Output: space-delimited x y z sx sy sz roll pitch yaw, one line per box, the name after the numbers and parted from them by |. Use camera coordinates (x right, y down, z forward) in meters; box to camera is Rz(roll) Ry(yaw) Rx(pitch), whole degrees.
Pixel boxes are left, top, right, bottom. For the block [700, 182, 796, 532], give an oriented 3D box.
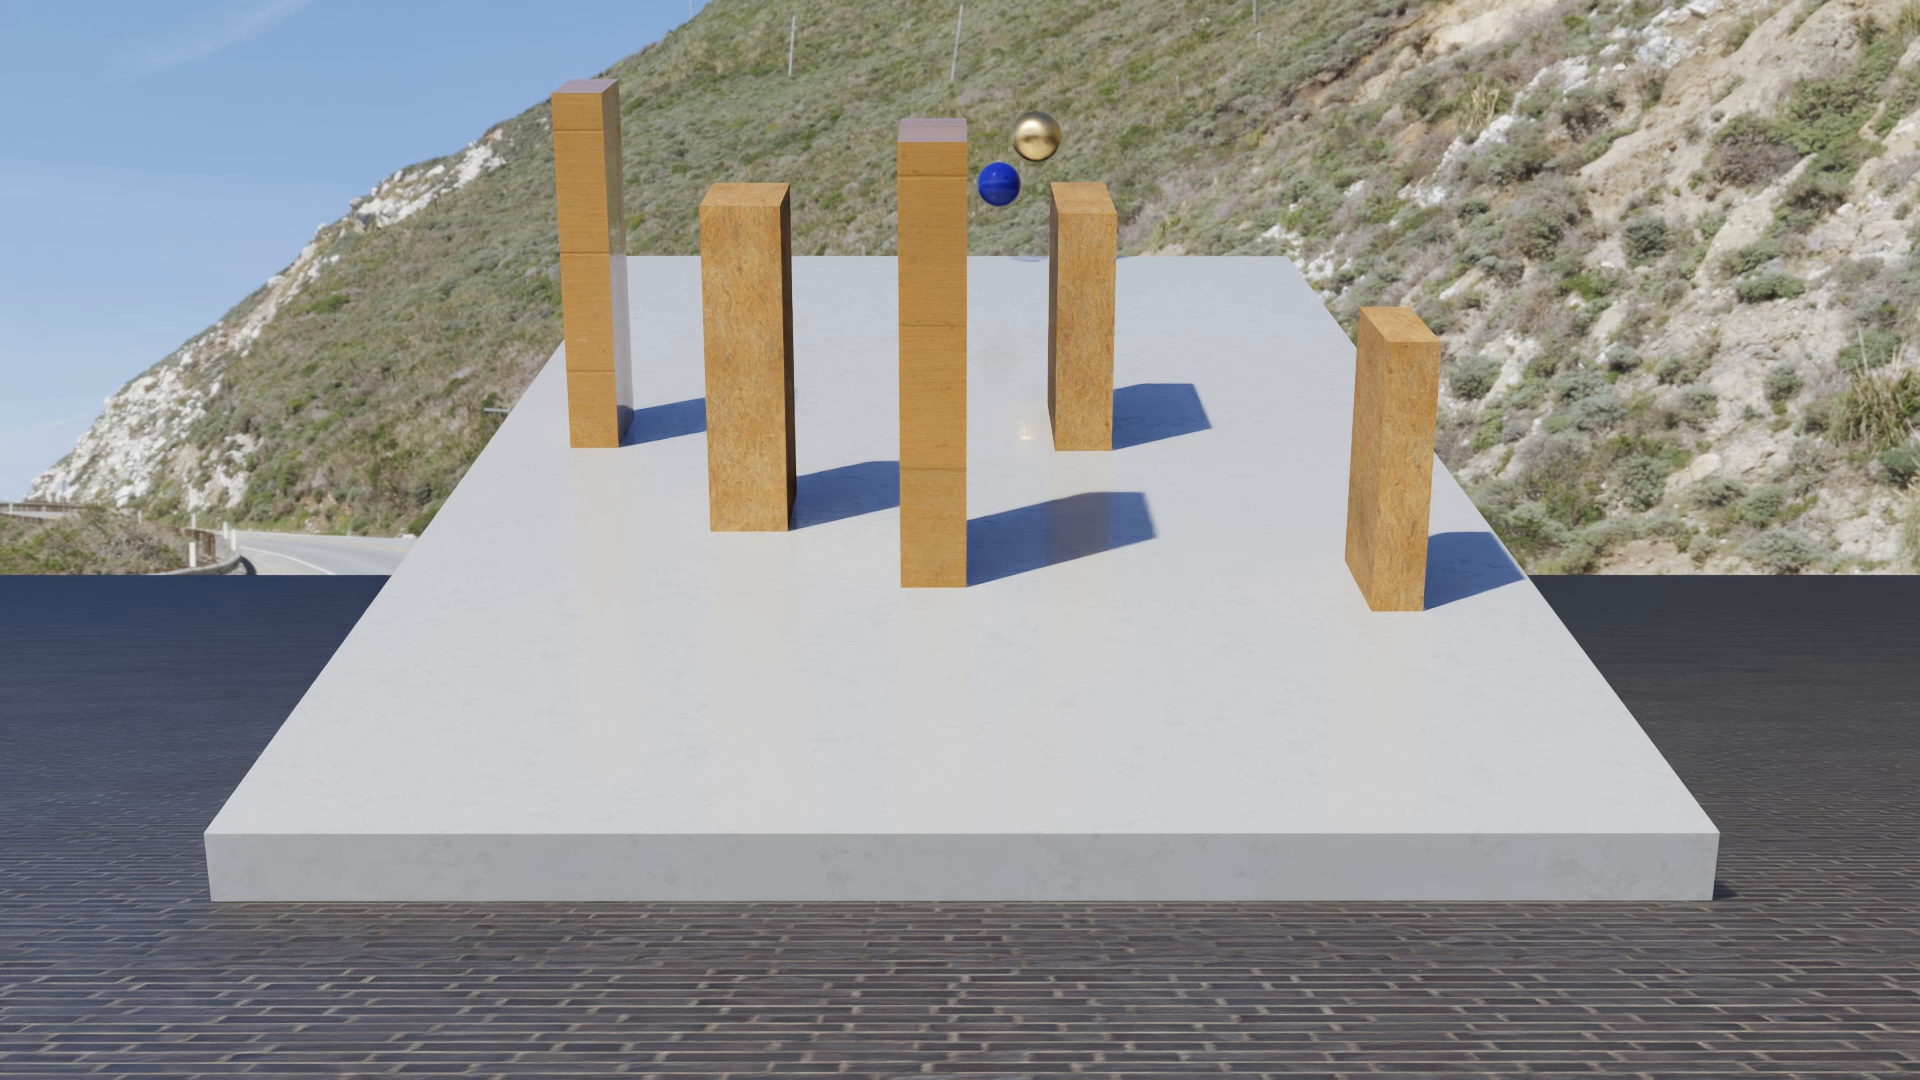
-0.394 -0.346 4.207 0.144 0.610 0.256 0 18 0 | block

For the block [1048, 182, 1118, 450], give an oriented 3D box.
0.259 -0.488 4.821 0.119 0.501 0.401 0 18 0 | block

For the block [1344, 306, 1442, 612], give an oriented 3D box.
0.736 -0.142 3.824 0.087 0.464 0.269 0 18 0 | block

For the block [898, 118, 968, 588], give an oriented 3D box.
-0.046 -0.328 3.901 0.114 0.768 0.294 0 18 0 | block

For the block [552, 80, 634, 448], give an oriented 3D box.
-0.771 -0.584 4.725 0.101 0.740 0.242 0 18 0 | block

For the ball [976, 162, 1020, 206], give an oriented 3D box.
0.115 -1.047 6.590 0.130 0.130 0.130 0 -1 0 | ball

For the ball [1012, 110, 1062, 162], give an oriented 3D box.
0.220 -1.162 6.443 0.144 0.144 0.144 0 -1 0 | ball

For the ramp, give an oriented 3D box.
-0.004 -0.188 4.868 2.000 0.100 4.000 0 18 0 | ramp
